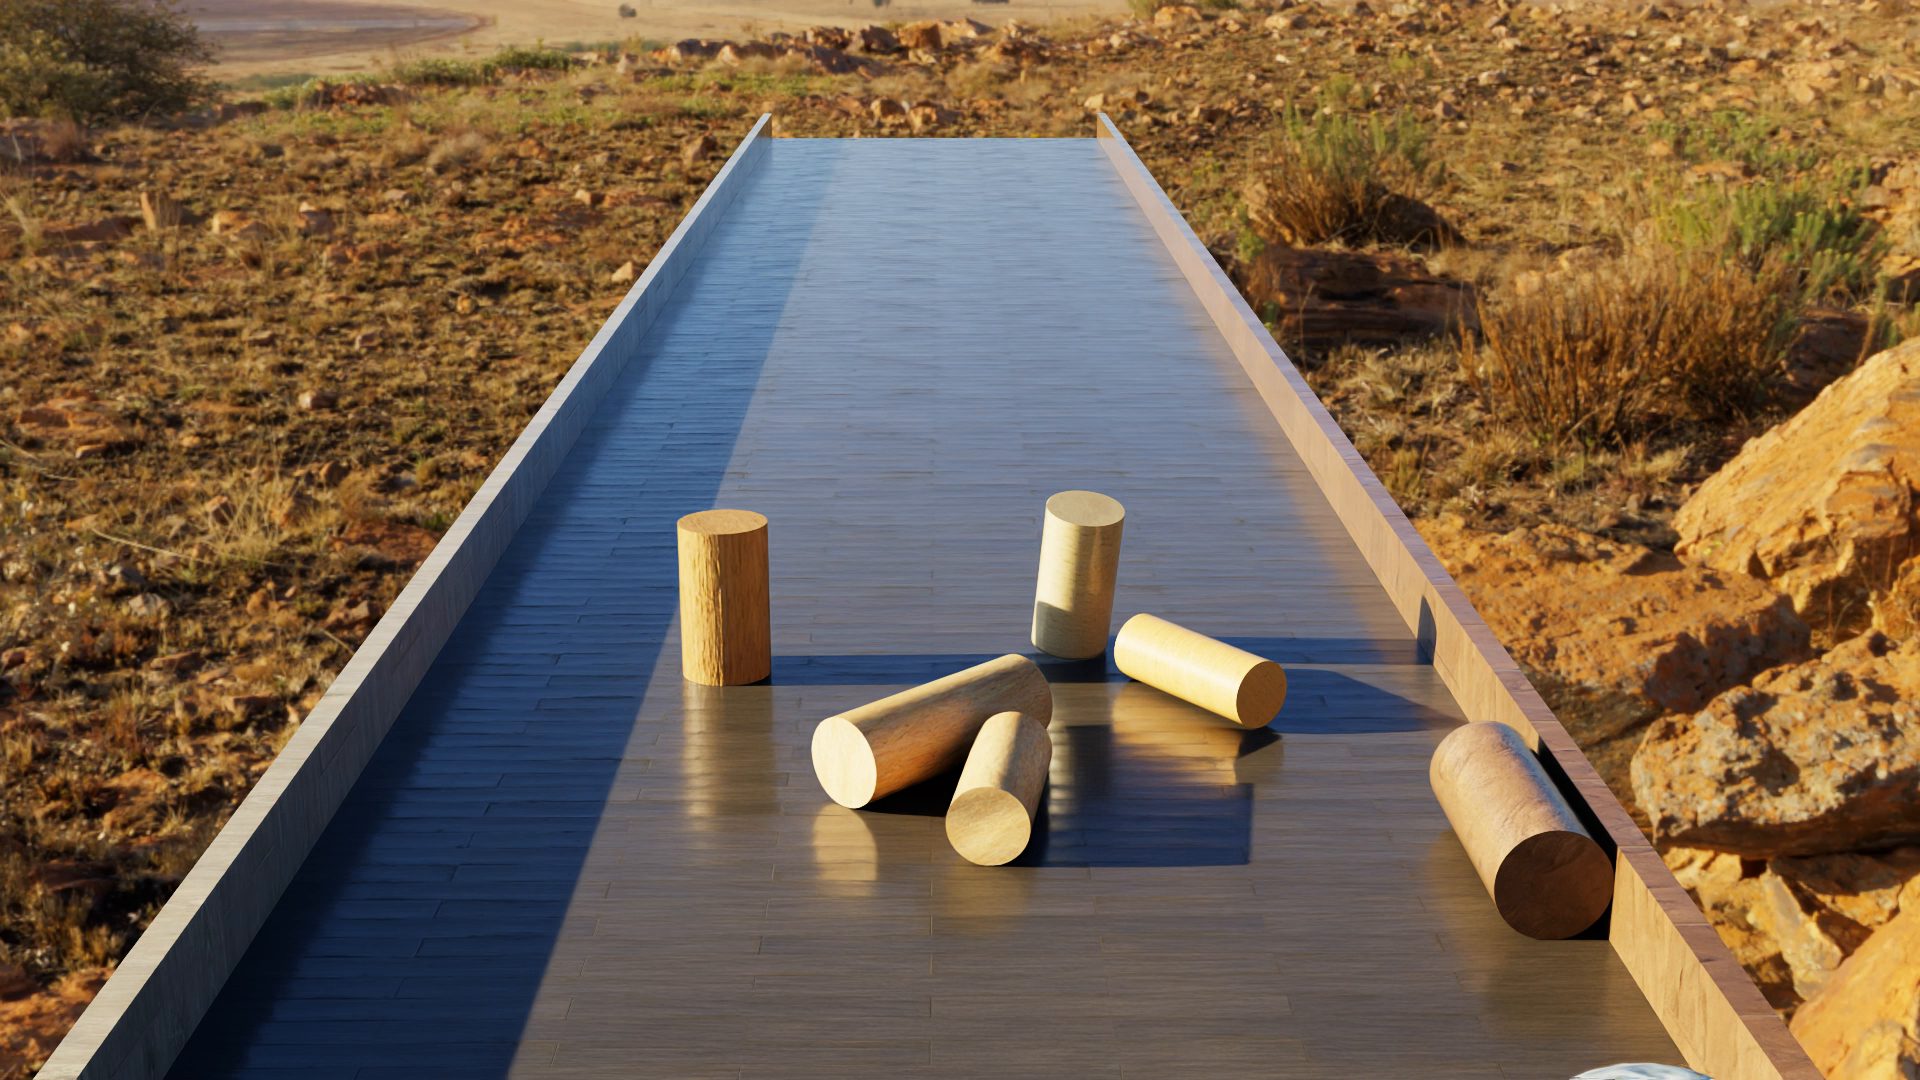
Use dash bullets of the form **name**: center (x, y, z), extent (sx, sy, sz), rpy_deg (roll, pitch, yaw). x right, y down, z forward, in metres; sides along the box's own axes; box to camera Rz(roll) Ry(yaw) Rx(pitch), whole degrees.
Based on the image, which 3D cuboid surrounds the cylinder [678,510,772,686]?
- **cylinder**: center (-0.461, 0.112, 4.311), extent (0.174, 0.308, 0.174), rpy_deg (0, 17, 0)

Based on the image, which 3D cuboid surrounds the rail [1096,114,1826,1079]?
- **rail**: center (0.932, -0.844, 7.801), extent (0.050, 0.150, 12.000), rpy_deg (0, 17, -1)

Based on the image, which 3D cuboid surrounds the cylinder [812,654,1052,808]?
- **cylinder**: center (-0.043, 0.329, 3.842), extent (0.158, 0.158, 0.438), rpy_deg (15, 22, 42)

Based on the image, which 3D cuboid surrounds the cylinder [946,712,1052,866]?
- **cylinder**: center (0.068, 0.405, 3.624), extent (0.135, 0.135, 0.330), rpy_deg (2, 17, 8)

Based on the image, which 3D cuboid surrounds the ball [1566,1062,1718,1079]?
- **ball**: center (0.703, 0.709, 2.232), extent (0.348, 0.348, 0.348), rpy_deg (0, 17, 0)

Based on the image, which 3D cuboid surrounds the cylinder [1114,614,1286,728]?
- **cylinder**: center (0.453, 0.245, 4.176), extent (0.129, 0.129, 0.341), rpy_deg (-12, 20, -35)

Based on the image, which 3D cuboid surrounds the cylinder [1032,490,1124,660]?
- **cylinder**: center (0.235, 0.071, 4.411), extent (0.156, 0.303, 0.156), rpy_deg (4, 27, -2)

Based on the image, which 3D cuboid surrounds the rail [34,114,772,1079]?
- **rail**: center (-1.118, -0.838, 7.780), extent (0.050, 0.150, 12.000), rpy_deg (0, 17, -1)
